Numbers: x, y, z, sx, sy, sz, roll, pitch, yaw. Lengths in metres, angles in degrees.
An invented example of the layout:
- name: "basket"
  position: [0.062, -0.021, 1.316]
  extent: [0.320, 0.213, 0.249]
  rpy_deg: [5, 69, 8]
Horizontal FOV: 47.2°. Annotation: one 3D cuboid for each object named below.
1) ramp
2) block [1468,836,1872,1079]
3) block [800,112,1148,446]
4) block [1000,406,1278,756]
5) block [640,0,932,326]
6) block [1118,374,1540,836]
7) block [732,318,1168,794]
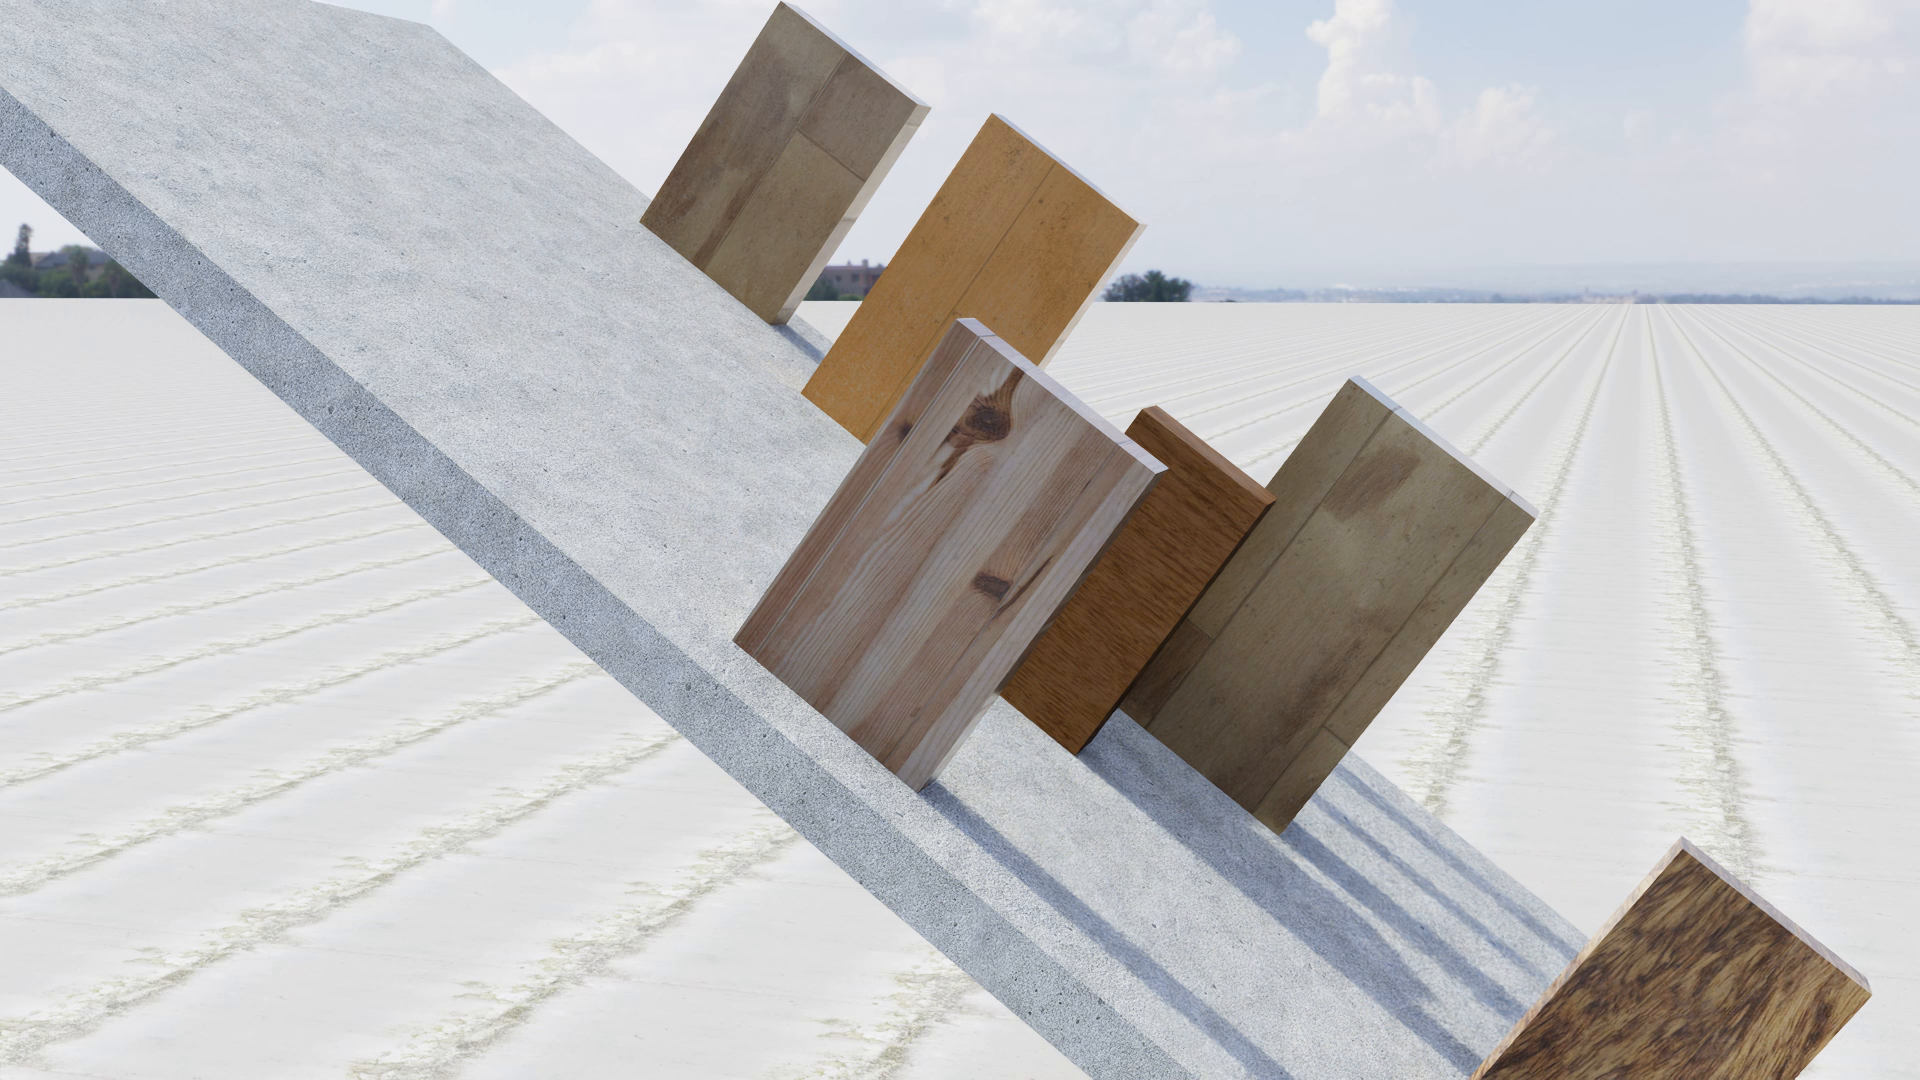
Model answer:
- name: "ramp"
  position: [-0.068, 0.131, 4.071]
  extent: [4.000, 0.100, 2.000]
  rpy_deg: [39, 16, 10]
- name: "block"
  position: [1.066, 0.775, 3.369]
  extent: [0.338, 0.551, 0.083]
  rpy_deg: [39, 16, 10]
- name: "block"
  position: [0.022, -0.471, 4.512]
  extent: [0.378, 0.705, 0.081]
  rpy_deg: [39, 16, 10]
- name: "block"
  position: [0.266, 0.069, 3.753]
  extent: [0.261, 0.545, 0.118]
  rpy_deg: [39, 16, 10]
- name: "block"
  position: [-0.394, -0.837, 4.913]
  extent: [0.392, 0.592, 0.101]
  rpy_deg: [39, 16, 10]
- name: "block"
  position: [0.662, 0.121, 4.058]
  extent: [0.410, 0.747, 0.147]
  rpy_deg: [39, 16, 10]
- name: "block"
  position: [-0.021, 0.023, 3.197]
  extent: [0.359, 0.591, 0.090]
  rpy_deg: [39, 16, 10]
